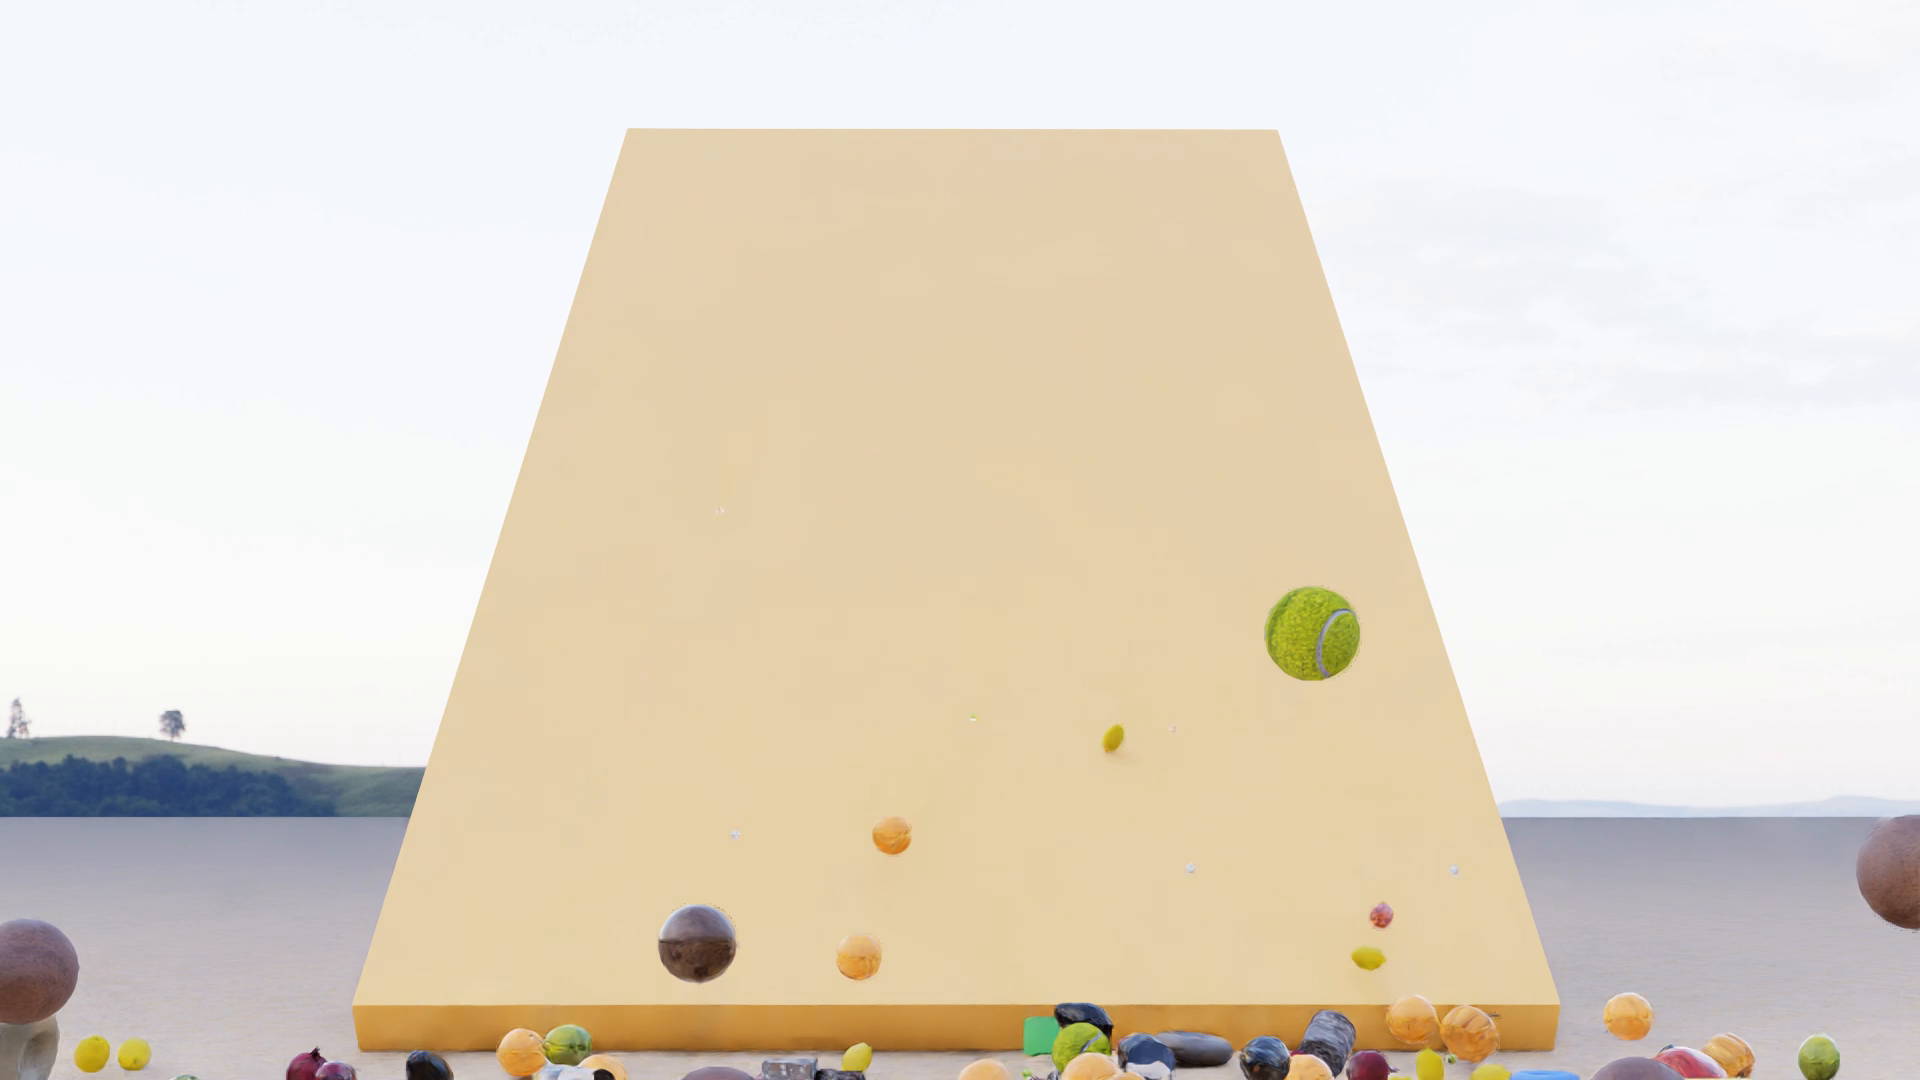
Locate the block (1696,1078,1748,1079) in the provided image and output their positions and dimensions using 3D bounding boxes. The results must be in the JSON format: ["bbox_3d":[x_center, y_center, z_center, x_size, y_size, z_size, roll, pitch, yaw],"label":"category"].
[{"bbox_3d":[0.901,0.676,2.836,0.083,0.083,0.083,2,-7,-15],"label":"block"}]

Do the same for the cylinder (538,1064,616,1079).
[{"bbox_3d":[-0.486,0.704,3.064,0.076,0.076,0.076,-2,-7,31],"label":"cylinder"}]

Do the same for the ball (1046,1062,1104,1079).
[{"bbox_3d":[0.145,0.701,3.058,0.084,0.084,0.084,0,-6,0],"label":"ball"}]

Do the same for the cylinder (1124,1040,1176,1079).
[{"bbox_3d":[0.239,0.676,3.062,0.060,0.060,0.060,3,38,-2],"label":"cylinder"}]

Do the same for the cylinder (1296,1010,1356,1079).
[{"bbox_3d":[0.533,0.735,3.527,0.070,0.070,0.070,-3,26,28],"label":"cylinder"}]

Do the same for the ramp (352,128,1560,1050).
[{"bbox_3d":[-0.014,-0.205,5.756,2.000,0.100,4.000,0,31,0],"label":"ramp"}]

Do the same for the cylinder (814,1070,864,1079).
[{"bbox_3d":[-0.161,0.736,3.241,0.054,0.054,0.054,-3,-7,21],"label":"cylinder"}]

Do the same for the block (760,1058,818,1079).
[{"bbox_3d":[-0.228,0.731,3.248,0.065,0.065,0.065,-1,-6,8],"label":"block"}]

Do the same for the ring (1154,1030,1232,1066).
[{"bbox_3d":[0.368,0.804,3.836,0.129,0.043,0.129,5,-6,1],"label":"ring"}]

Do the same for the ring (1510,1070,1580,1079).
[{"bbox_3d":[0.821,0.764,3.401,0.102,0.034,0.102,0,-6,0],"label":"ring"}]

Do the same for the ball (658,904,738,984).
[{"bbox_3d":[-0.284,0.438,2.626,0.086,0.086,0.086,0,-6,0],"label":"ball"}]

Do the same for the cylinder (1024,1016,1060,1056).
[{"bbox_3d":[0.131,0.794,3.880,0.057,0.057,0.057,-2,-16,0],"label":"cylinder"}]
